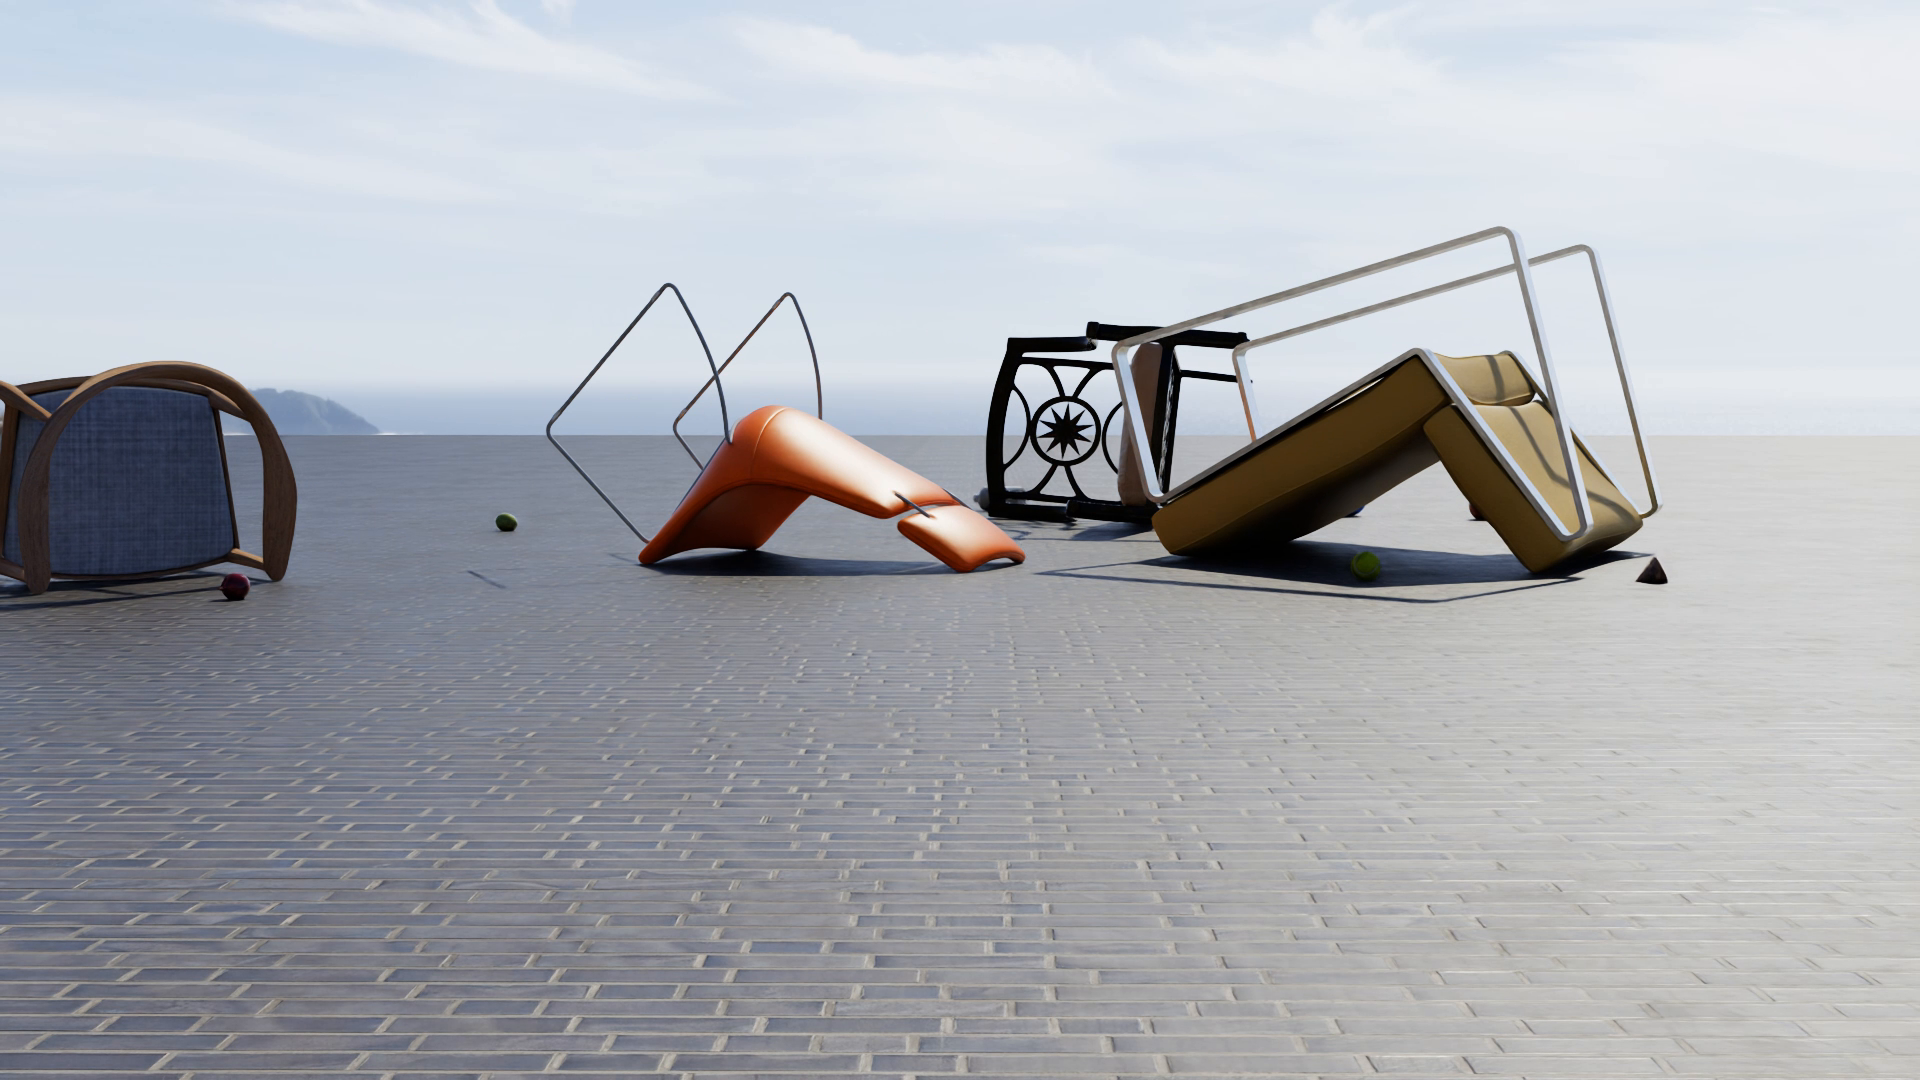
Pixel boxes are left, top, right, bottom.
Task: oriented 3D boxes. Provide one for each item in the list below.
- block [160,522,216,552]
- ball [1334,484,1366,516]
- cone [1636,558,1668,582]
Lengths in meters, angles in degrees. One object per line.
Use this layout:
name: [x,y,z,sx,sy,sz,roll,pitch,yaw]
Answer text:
block: [-2.162,-0.011,6.164,0.109,0.074,0.099,2,5,30]
ball: [1.382,-0.144,7.798,0.116,0.116,0.116,0,4,0]
cone: [1.603,0.083,5.122,0.065,0.066,0.076,-30,-4,13]
